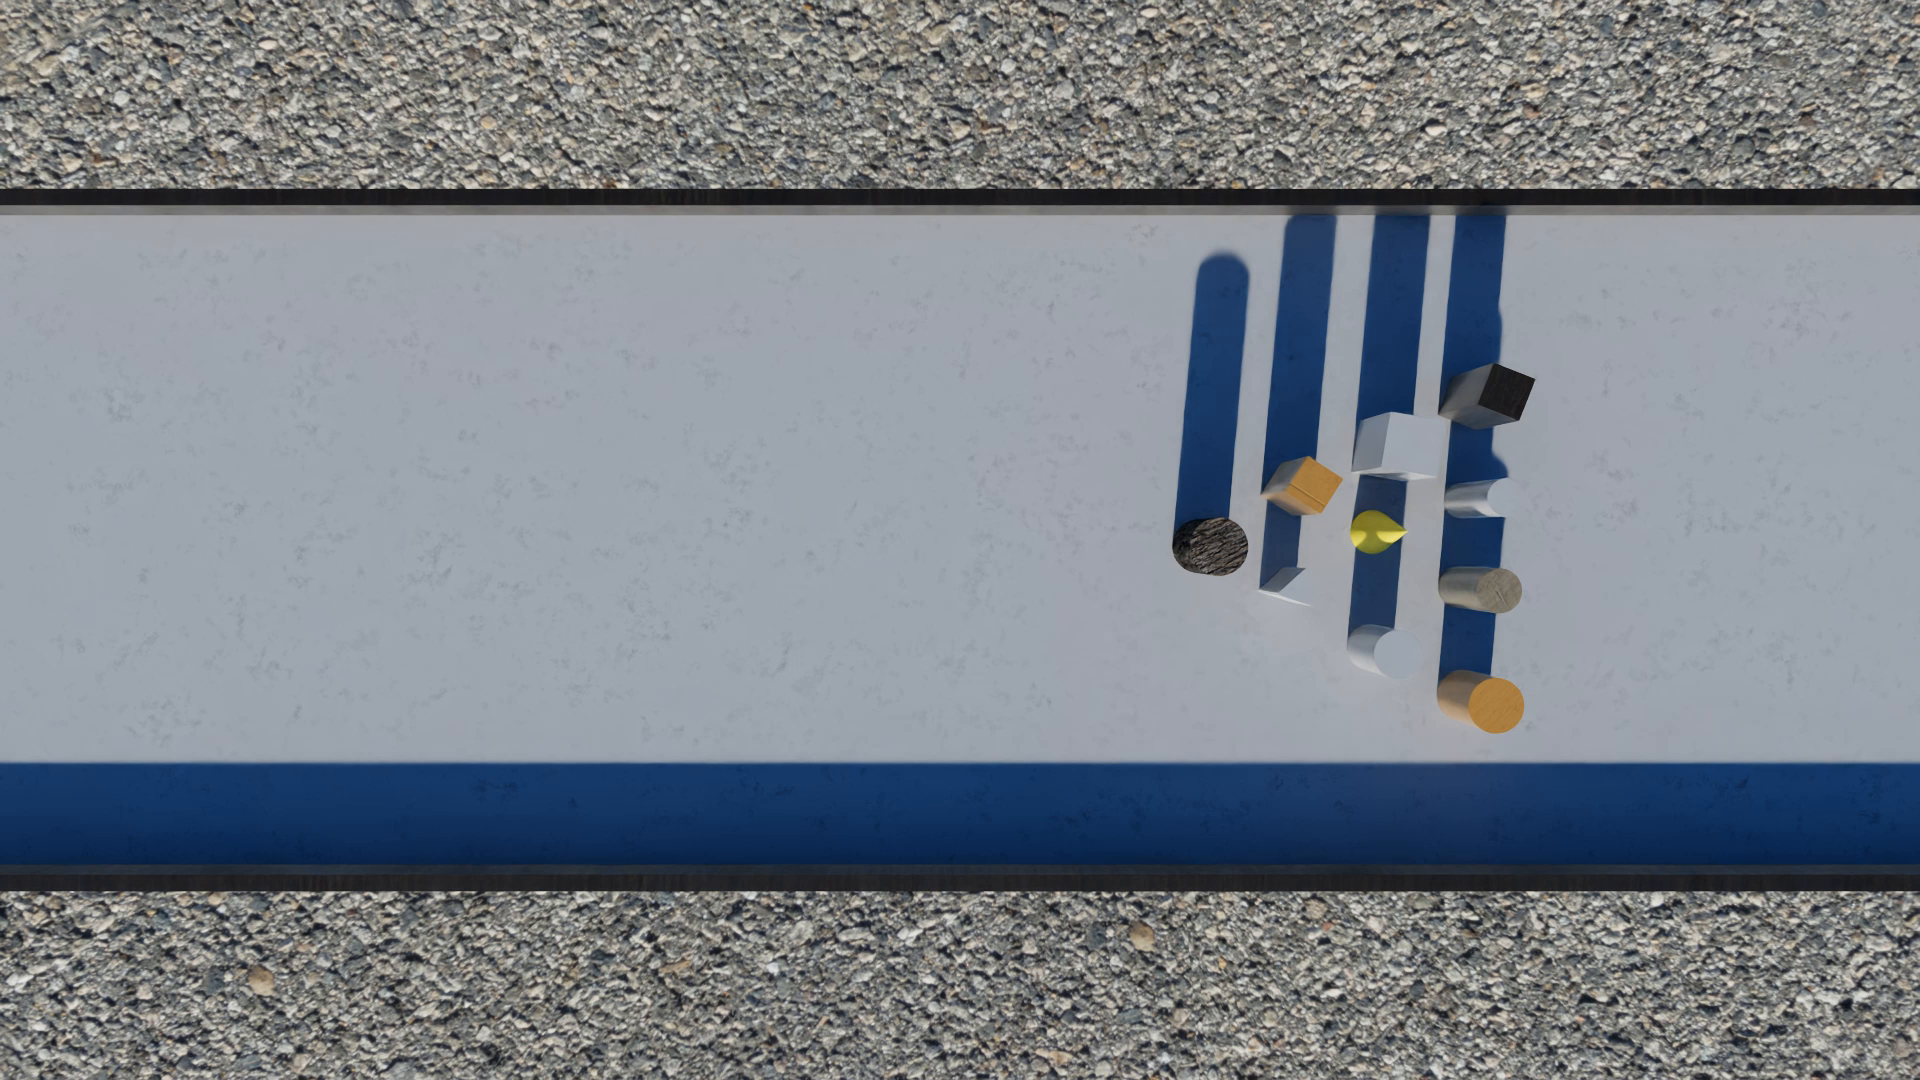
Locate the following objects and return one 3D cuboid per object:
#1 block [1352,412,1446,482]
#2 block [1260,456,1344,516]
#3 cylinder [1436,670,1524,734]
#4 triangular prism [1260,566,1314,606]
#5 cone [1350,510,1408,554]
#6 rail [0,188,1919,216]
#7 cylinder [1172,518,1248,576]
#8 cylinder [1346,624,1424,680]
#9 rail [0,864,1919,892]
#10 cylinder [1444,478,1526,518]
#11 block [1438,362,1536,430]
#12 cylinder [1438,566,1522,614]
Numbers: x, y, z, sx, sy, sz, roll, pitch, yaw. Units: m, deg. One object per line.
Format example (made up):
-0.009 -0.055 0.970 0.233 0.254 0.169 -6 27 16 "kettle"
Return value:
1.297 -0.274 4.896 0.162 0.361 0.162 10 90 0 "block"
1.007 -0.156 4.880 0.119 0.392 0.119 33 90 0 "block"
1.547 0.478 4.917 0.161 0.319 0.161 0 90 0 "cylinder"
0.988 0.128 4.923 0.111 0.306 0.097 18 90 0 "triangular prism"
1.270 -0.025 4.876 0.136 0.401 0.136 0 90 0 "cone"
-2.247 -1.025 5.002 12.000 0.150 0.050 0 90 0 "rail"
0.736 0.019 4.881 0.167 0.390 0.167 0 90 0 "cylinder"
1.261 0.330 4.910 0.142 0.334 0.142 0 90 0 "cylinder"
-2.247 1.025 5.001 12.000 0.150 0.050 0 90 0 "rail"
1.544 -0.121 4.867 0.109 0.419 0.109 0 90 0 "cylinder"
1.553 -0.421 4.881 0.127 0.392 0.127 22 90 0 "block"
1.535 0.144 4.885 0.129 0.384 0.129 0 90 0 "cylinder"
